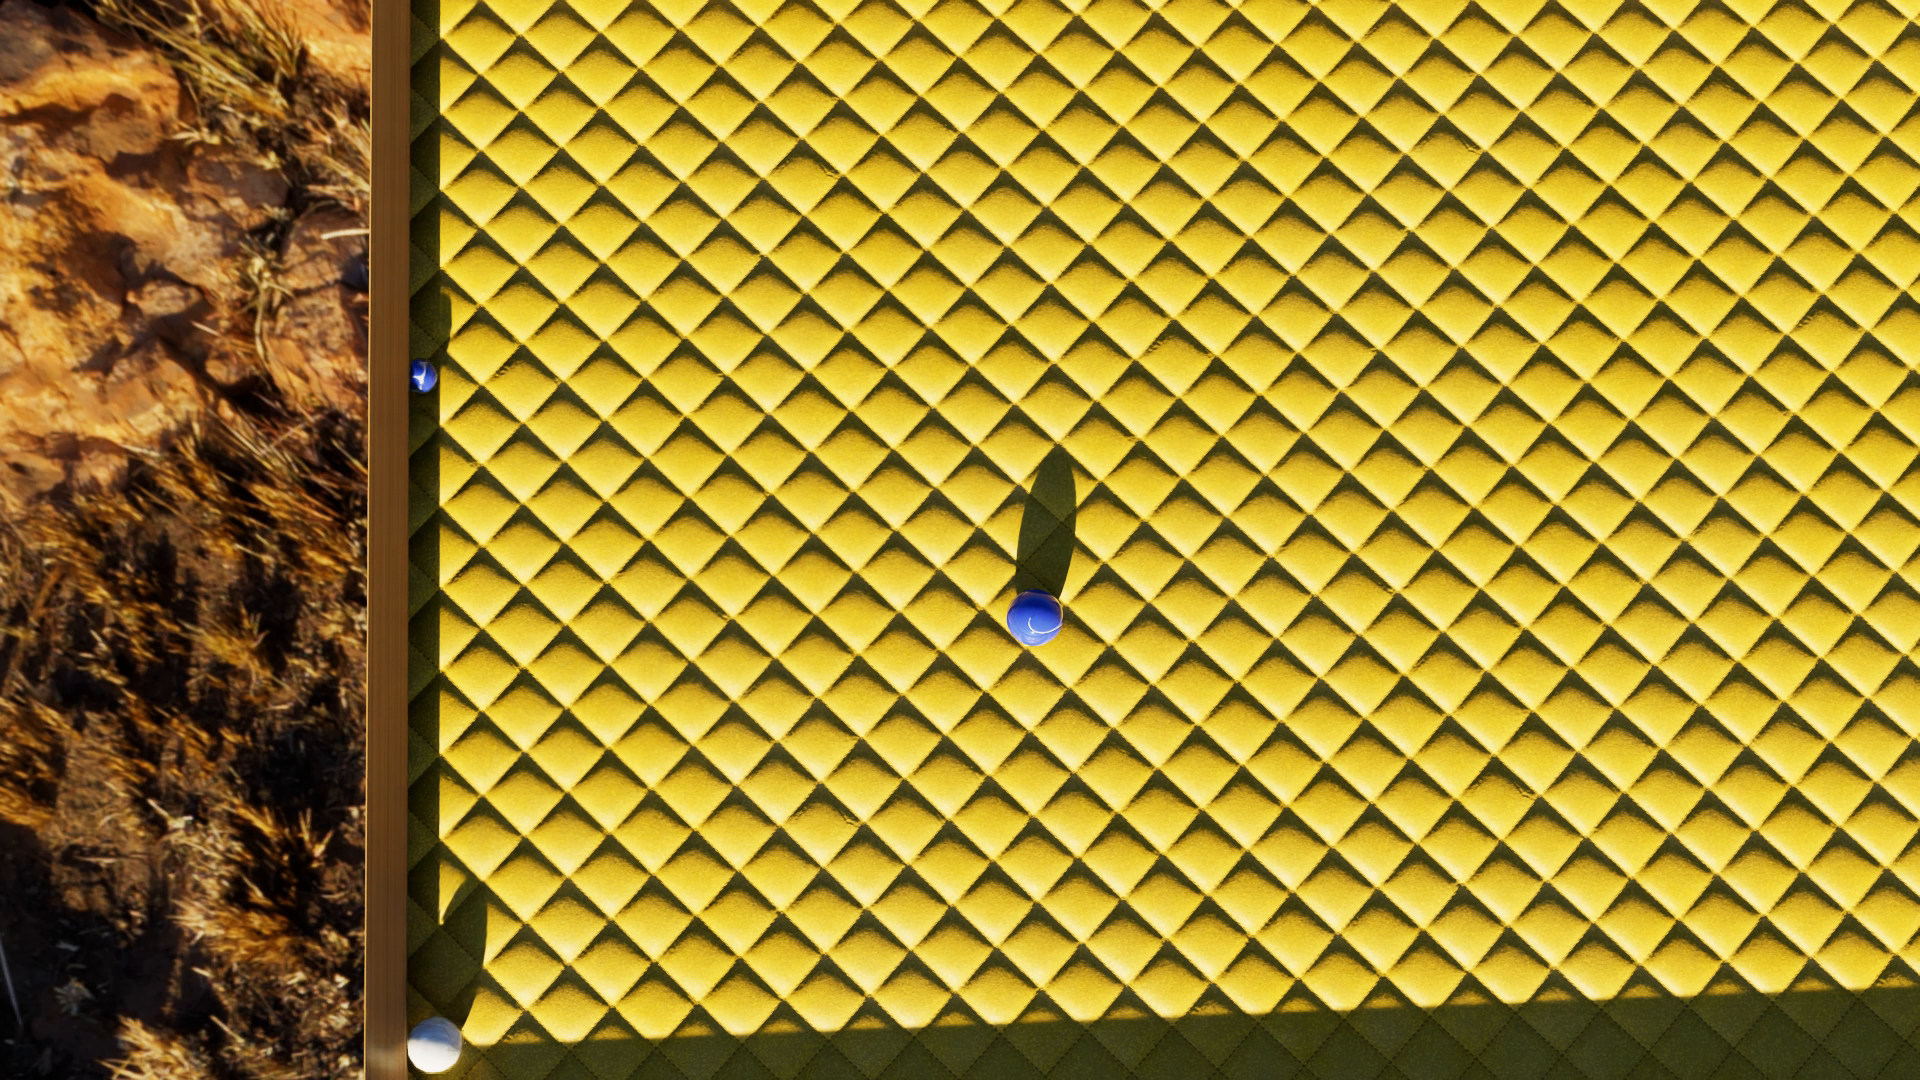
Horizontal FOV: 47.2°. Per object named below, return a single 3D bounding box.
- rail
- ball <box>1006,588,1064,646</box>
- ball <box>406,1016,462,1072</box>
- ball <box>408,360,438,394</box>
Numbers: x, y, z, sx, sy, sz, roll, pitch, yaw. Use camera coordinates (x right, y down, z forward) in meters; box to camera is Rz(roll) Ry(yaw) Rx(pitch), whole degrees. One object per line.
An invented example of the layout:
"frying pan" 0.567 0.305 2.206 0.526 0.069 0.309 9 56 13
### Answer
"rail" -0.840 0.029 3.256 0.045 0.110 2.073 -2 80 0
"ball" 0.111 0.115 3.255 0.085 0.085 0.085 0 80 0
"ball" -0.753 0.723 3.152 0.078 0.078 0.078 0 80 0
"ball" -0.819 -0.248 3.336 0.050 0.050 0.050 0 80 0
